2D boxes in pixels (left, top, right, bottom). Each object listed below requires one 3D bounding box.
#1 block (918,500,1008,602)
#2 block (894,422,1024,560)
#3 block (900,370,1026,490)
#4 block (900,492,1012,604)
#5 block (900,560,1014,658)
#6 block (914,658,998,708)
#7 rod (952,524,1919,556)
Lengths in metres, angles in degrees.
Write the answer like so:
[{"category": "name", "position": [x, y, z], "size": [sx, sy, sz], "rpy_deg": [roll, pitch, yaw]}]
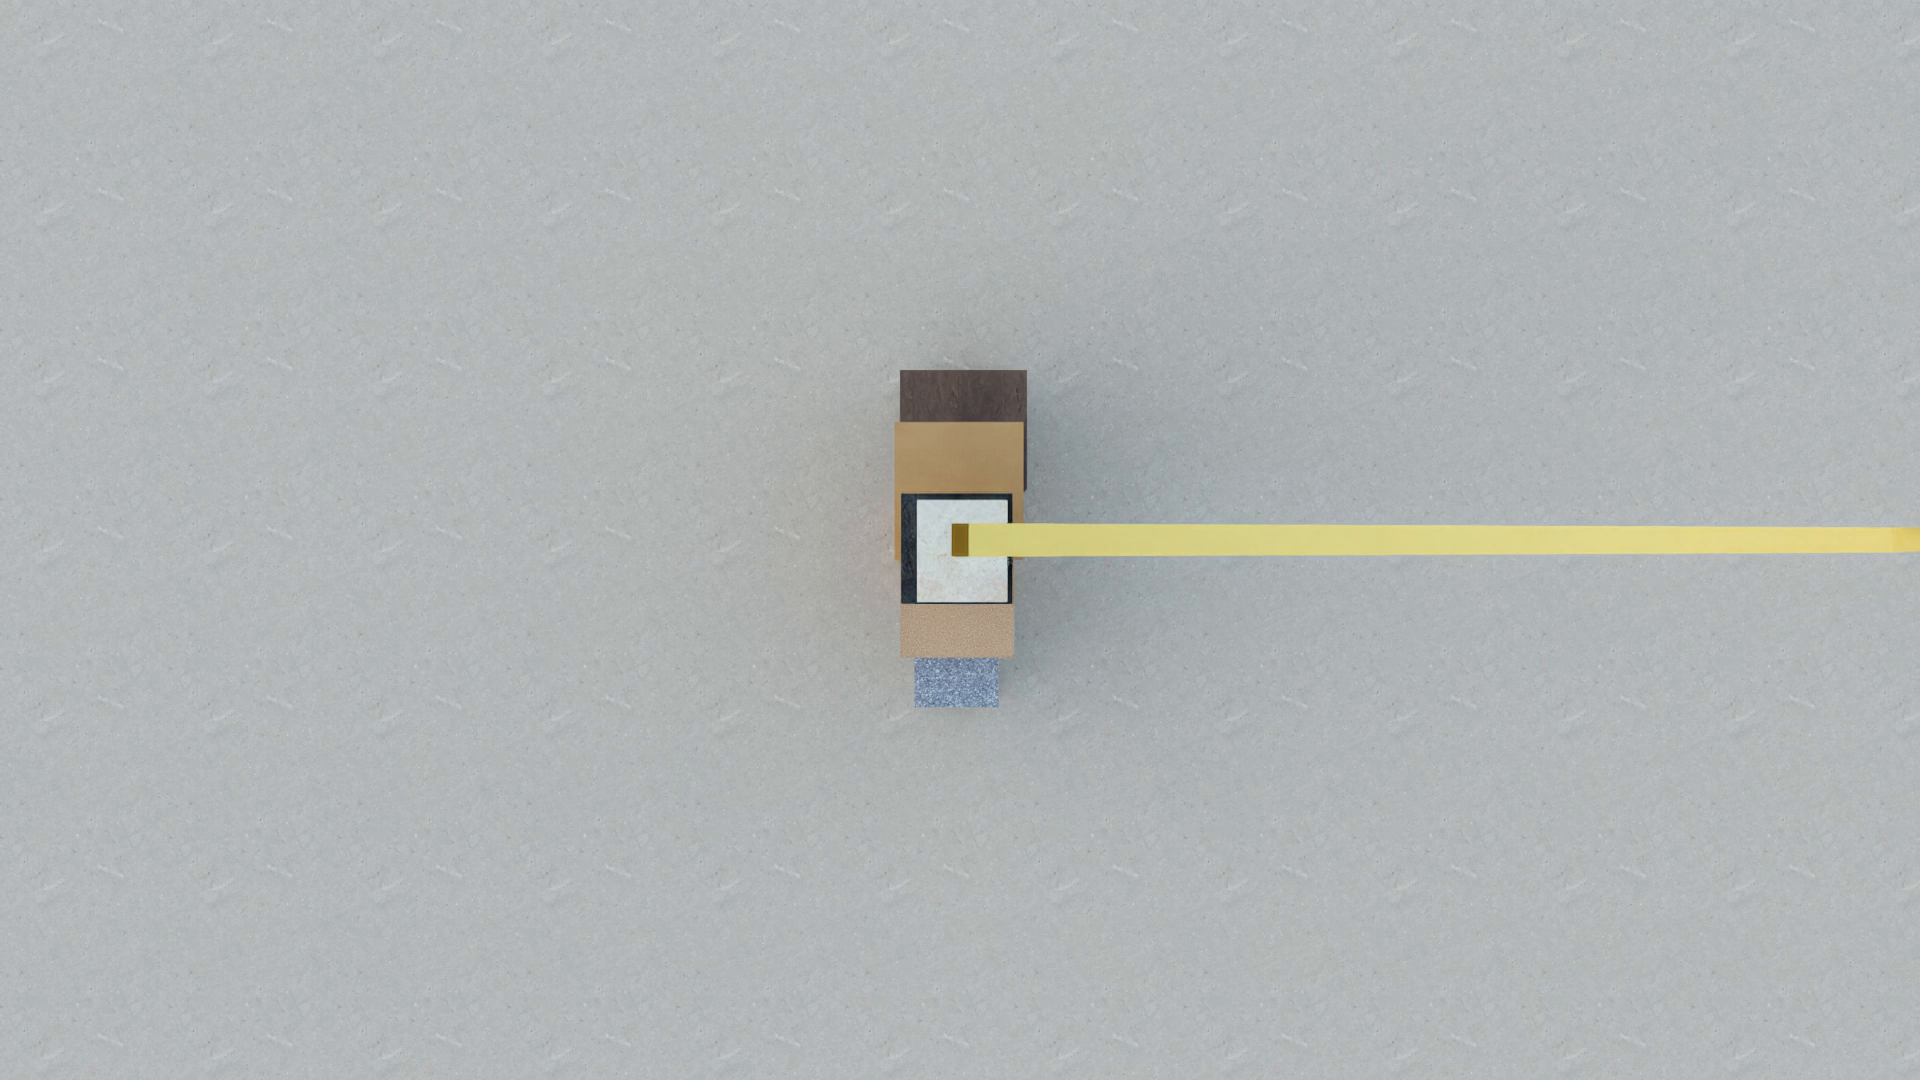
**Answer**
[{"category": "block", "position": [0.011, 0.047, 10.355], "size": [0.415, 0.419, 0.472], "rpy_deg": [0, 91, 0]}, {"category": "block", "position": [-0.005, -0.263, 11.867], "size": [0.675, 0.722, 0.723], "rpy_deg": [0, 91, 0]}, {"category": "block", "position": [0.019, -0.614, 12.614], "size": [0.706, 0.773, 0.663], "rpy_deg": [0, 90, 0]}, {"category": "block", "position": [-0.016, 0.034, 10.857], "size": [0.535, 0.585, 0.531], "rpy_deg": [0, 91, 0]}, {"category": "block", "position": [-0.015, 0.366, 12.112], "size": [0.612, 0.594, 0.533], "rpy_deg": [0, 90, 0]}, {"category": "block", "position": [-0.020, 0.669, 12.711], "size": [0.474, 0.578, 0.553], "rpy_deg": [0, 90, 0]}, {"category": "rod", "position": [2.212, 0.000, 6.649], "size": [5.200, 0.080, 0.080], "rpy_deg": [0, 90, -32]}]
